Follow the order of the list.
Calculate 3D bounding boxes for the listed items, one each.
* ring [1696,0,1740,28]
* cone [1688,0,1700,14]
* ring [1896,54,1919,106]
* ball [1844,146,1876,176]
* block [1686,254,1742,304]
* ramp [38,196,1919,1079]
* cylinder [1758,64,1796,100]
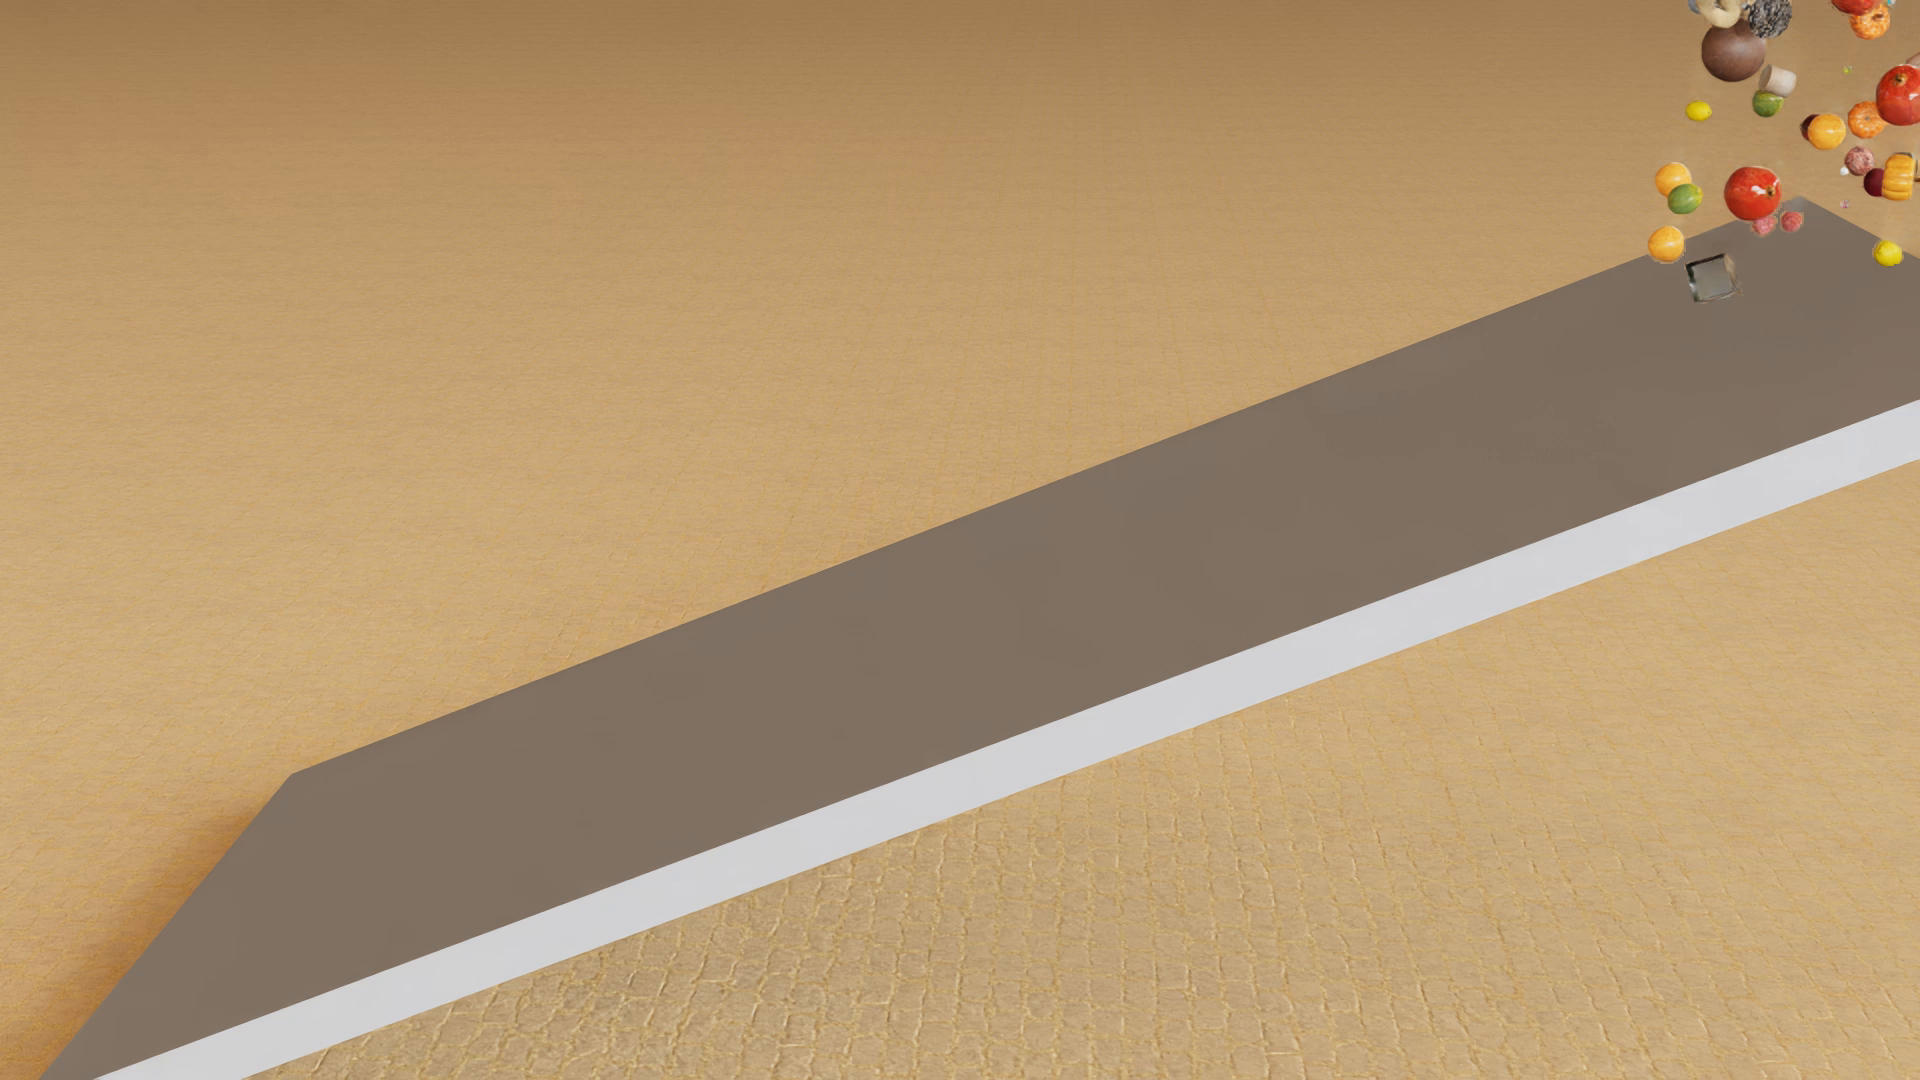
[{"bbox_3d":[1.477,-1.044,5.729,0.102,0.102,0.034,-9,-16,-34],"label":"ring"},{"bbox_3d":[1.493,-1.103,5.926,0.067,0.067,0.067,0,30,2],"label":"cone"},{"bbox_3d":[1.868,-0.896,5.714,0.111,0.111,0.037,-6,33,-24],"label":"ring"},{"bbox_3d":[1.865,-0.785,6.095,0.061,0.061,0.061,0,14,0],"label":"ball"},{"bbox_3d":[1.483,-0.514,5.791,0.076,0.076,0.076,-15,-7,27],"label":"block"},{"bbox_3d":[0.124,0.173,6.290,4.000,0.100,2.000,-21,12,7],"label":"ramp"},{"bbox_3d":[1.571,-0.882,5.654,0.052,0.052,0.052,26,13,-5],"label":"cylinder"}]
